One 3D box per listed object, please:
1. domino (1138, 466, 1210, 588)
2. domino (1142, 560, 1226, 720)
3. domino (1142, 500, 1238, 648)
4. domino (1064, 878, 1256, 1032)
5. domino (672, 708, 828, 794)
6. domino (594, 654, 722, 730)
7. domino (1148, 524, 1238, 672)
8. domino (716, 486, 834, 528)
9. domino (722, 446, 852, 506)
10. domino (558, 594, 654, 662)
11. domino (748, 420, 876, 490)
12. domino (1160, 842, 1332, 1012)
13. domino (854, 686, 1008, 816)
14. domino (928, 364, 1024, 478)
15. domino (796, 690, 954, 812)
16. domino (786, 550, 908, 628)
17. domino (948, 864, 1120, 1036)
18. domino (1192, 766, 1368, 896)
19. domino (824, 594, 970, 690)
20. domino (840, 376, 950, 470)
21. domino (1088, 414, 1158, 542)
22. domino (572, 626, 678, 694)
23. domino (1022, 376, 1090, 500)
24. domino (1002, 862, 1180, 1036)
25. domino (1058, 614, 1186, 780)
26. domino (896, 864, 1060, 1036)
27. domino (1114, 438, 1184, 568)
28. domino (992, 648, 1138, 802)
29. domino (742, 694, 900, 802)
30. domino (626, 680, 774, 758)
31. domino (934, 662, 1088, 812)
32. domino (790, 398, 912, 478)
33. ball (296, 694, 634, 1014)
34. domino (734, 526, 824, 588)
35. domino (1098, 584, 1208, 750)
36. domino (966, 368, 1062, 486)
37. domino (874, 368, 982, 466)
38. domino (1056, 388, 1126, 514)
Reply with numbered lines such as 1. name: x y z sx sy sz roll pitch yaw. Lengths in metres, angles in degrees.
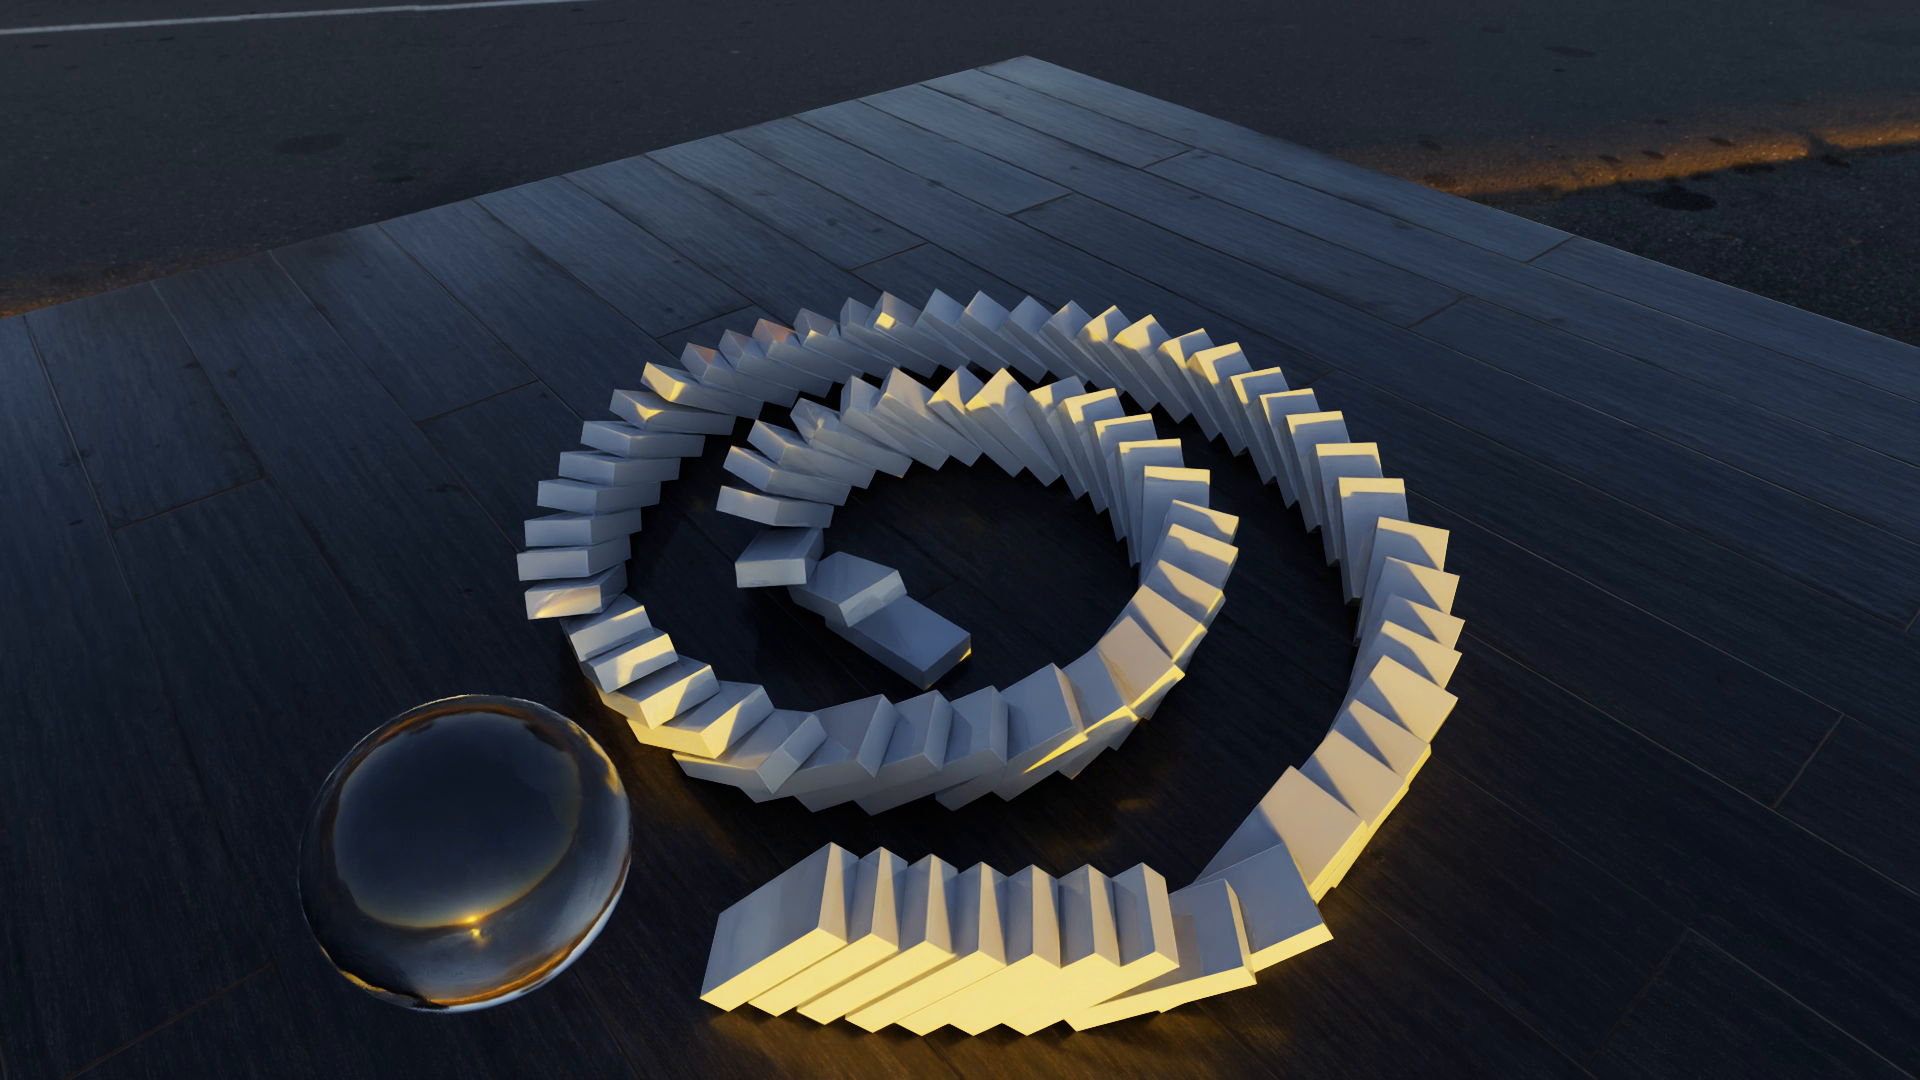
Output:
1. domino: 0.083 -0.003 0.426 0.025 0.009 0.050 4 74 3
2. domino: 0.068 0.034 0.381 0.025 0.009 0.050 30 81 31
3. domino: 0.084 0.012 0.409 0.025 0.010 0.050 17 75 20
4. domino: 0.050 0.110 0.291 0.050 0.009 0.025 -23 36 18
5. domino: -0.066 0.064 0.344 0.050 0.009 0.025 -4 32 47
6. domino: -0.102 0.048 0.366 0.025 0.010 0.050 -28 17 -30
7. domino: 0.078 0.022 0.396 0.025 0.010 0.050 23 77 21
8. domino: -0.072 -0.013 0.437 0.025 0.010 0.050 15 4 17
9. domino: -0.070 -0.026 0.453 0.025 0.009 0.050 29 10 31
10. domino: -0.125 0.030 0.386 0.025 0.009 0.050 -23 11 -21
11. domino: -0.062 -0.036 0.464 0.050 0.010 0.025 14 17 -48
12. domino: 0.071 0.105 0.298 0.050 0.010 0.025 -28 39 11
13. domino: -0.009 0.066 0.343 0.050 0.010 0.025 -25 33 22
14. domino: 0.012 -0.053 0.488 0.050 0.009 0.025 40 45 -4
15. domino: -0.027 0.066 0.342 0.050 0.010 0.025 -23 32 27
16. domino: -0.043 0.017 0.404 0.025 0.010 0.050 -30 21 -24
17. domino: 0.018 0.107 0.287 0.050 0.009 0.025 -37 29 27
18. domino: 0.089 0.092 0.312 0.050 0.010 0.025 -49 53 -5
19. domino: -0.023 0.033 0.403 0.050 0.010 0.025 29 47 30
20. domino: -0.029 -0.052 0.486 0.050 0.009 0.025 26 33 -22
21. domino: 0.072 -0.026 0.453 0.025 0.010 0.050 -9 75 -12
22. domino: -0.115 0.039 0.374 0.025 0.010 0.050 -25 12 -24
23. domino: 0.051 -0.045 0.477 0.025 0.009 0.050 -23 79 -25
24. domino: 0.032 0.107 0.287 0.050 0.010 0.025 -37 31 26
25. domino: 0.046 0.051 0.358 0.050 0.010 0.025 -44 50 5
26. domino: 0.004 0.107 0.286 0.010 0.050 0.025 37 32 -24
27. domino: 0.078 -0.015 0.440 0.025 0.009 0.050 -4 74 -5
28. domino: 0.029 0.059 0.350 0.050 0.009 0.025 -35 42 12
29. domino: -0.044 0.065 0.342 0.050 0.009 0.025 -19 33 33
30. domino: -0.085 0.057 0.356 0.050 0.010 0.025 -3 27 48
31. domino: 0.013 0.062 0.345 0.050 0.010 0.025 -32 42 16
32. domino: -0.047 -0.044 0.476 0.050 0.009 0.025 18 25 -39
33. ball: -0.128 0.081 0.289 0.080 0.080 0.080 0 39 0
34. domino: -0.068 0.006 0.419 0.025 0.010 0.050 -3 14 1
35. domino: 0.057 0.042 0.369 0.025 0.009 0.050 37 89 35
36. domino: 0.028 -0.050 0.482 0.050 0.010 0.025 45 46 -6
37. domino: -0.012 -0.055 0.489 0.050 0.009 0.025 30 32 -15
38. domino: 0.062 -0.038 0.467 0.025 0.010 0.050 -15 78 -22
